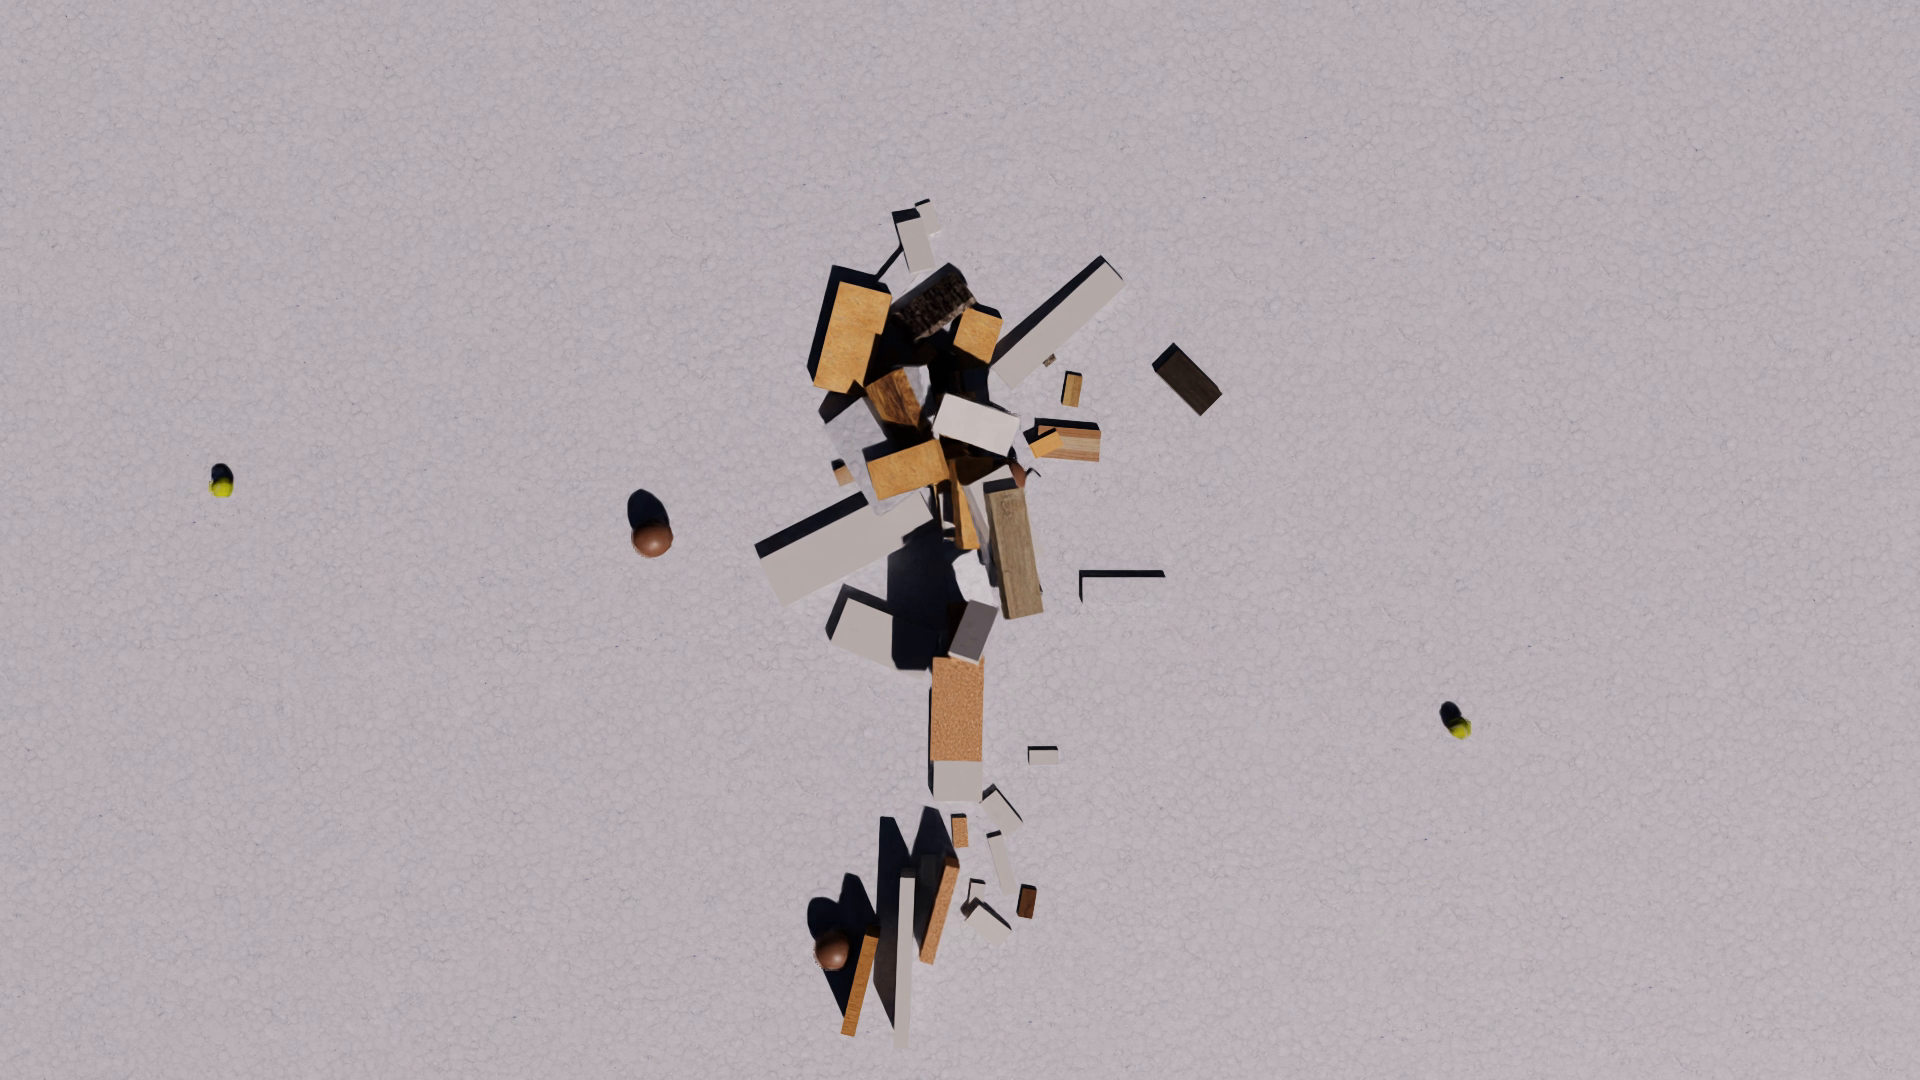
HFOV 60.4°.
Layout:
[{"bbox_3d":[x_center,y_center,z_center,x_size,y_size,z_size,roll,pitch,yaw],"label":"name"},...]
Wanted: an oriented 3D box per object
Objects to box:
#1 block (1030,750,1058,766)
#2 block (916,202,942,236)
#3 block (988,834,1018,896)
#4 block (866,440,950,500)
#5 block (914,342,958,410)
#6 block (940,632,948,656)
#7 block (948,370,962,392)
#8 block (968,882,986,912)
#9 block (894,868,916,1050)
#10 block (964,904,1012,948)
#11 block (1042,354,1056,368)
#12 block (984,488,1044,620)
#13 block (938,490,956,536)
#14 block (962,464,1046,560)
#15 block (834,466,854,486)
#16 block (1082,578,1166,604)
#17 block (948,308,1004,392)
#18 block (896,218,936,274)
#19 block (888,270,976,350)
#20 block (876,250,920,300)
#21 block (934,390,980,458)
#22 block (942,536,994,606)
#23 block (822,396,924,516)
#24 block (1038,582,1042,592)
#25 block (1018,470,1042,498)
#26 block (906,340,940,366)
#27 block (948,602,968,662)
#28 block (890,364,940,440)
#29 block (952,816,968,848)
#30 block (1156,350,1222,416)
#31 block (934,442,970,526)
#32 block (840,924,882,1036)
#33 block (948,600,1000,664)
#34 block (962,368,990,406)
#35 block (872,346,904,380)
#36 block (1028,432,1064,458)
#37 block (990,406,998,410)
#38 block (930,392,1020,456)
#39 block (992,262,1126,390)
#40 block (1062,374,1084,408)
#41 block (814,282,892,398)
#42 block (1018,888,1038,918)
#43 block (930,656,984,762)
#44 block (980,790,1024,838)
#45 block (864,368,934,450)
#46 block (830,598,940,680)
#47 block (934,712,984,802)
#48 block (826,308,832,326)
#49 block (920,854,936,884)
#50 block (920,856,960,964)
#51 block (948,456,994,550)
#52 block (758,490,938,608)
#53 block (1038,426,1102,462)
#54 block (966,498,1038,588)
[{"bbox_3d":[0.279,0.724,5.493,0.096,0.014,0.048,-1,90,0],"label":"block"},{"bbox_3d":[-0.105,-1.068,5.493,0.052,0.015,0.104,-20,90,0],"label":"block"},{"bbox_3d":[0.143,1.083,5.493,0.049,0.014,0.201,-16,90,0],"label":"block"},{"bbox_3d":[-0.167,-0.225,5.306,0.259,0.037,0.130,-17,89,27],"label":"block"},{"bbox_3d":[-0.113,-0.508,5.454,0.135,0.038,0.269,20,95,13],"label":"block"},{"bbox_3d":[0.000,0.419,5.223,0.129,0.037,0.258,0,90,0],"label":"block"},{"bbox_3d":[-0.010,-0.480,5.425,0.022,0.076,0.153,-4,101,14],"label":"block"},{"bbox_3d":[0.056,1.191,5.493,0.048,0.014,0.096,7,90,0],"label":"block"},{"bbox_3d":[-0.181,1.371,5.418,0.047,0.164,0.556,2,90,0],"label":"block"},{"bbox_3d":[0.094,1.282,5.481,0.146,0.021,0.073,40,90,-7],"label":"block"},{"bbox_3d":[0.277,-0.623,5.494,0.045,0.013,0.090,-40,90,0],"label":"block"},{"bbox_3d":[0.170,0.043,5.242,0.130,0.037,0.405,-11,93,-31],"label":"block"},{"bbox_3d":[0.018,-0.020,5.442,0.147,0.042,0.294,-6,105,0],"label":"block"},{"bbox_3d":[0.142,-0.061,5.281,0.162,0.046,0.324,-30,103,-29],"label":"block"},{"bbox_3d":[-0.357,-0.225,5.479,0.114,0.016,0.057,-23,90,0],"label":"block"},{"bbox_3d":[0.547,0.167,5.488,0.280,0.024,0.086,0,90,0],"label":"block"},{"bbox_3d":[0.039,-0.622,5.481,0.135,0.038,0.269,18,90,0],"label":"block"},{"bbox_3d":[-0.145,-0.974,5.464,0.086,0.024,0.173,-16,86,-5],"label":"block"},{"bbox_3d":[-0.092,-0.760,5.450,0.269,0.038,0.135,-36,60,0],"label":"block"},{"bbox_3d":[-0.190,-0.891,5.488,0.086,0.024,0.173,39,90,0],"label":"block"},{"bbox_3d":[-0.007,-0.360,5.405,0.133,0.038,0.266,-5,127,0],"label":"block"},{"bbox_3d":[0.028,0.130,5.439,0.147,0.042,0.294,-5,106,0],"label":"block"},{"bbox_3d":[-0.286,-0.273,5.408,0.176,0.050,0.353,-35,81,24],"label":"block"},{"bbox_3d":[0.191,0.098,5.486,0.098,0.028,0.196,-23,90,0],"label":"block"},{"bbox_3d":[0.226,-0.185,5.494,0.045,0.013,0.090,44,90,0],"label":"block"},{"bbox_3d":[-0.126,-0.593,5.429,0.058,0.016,0.116,43,100,10],"label":"block"},{"bbox_3d":[0.013,0.289,5.188,0.098,0.028,0.196,-1,60,0],"label":"block"},{"bbox_3d":[-0.144,-0.438,5.372,0.038,0.133,0.266,-24,112,-42],"label":"block"},{"bbox_3d":[0.001,0.974,5.493,0.049,0.014,0.098,-4,90,0],"label":"block"},{"bbox_3d":[0.762,-0.520,5.485,0.208,0.029,0.104,45,90,0],"label":"block"},{"bbox_3d":[-0.021,-0.187,5.436,0.133,0.038,0.266,-9,110,1],"label":"block"},{"bbox_3d":[-0.325,1.443,5.418,0.047,0.164,0.329,14,90,0],"label":"block"},{"bbox_3d":[0.044,0.287,5.157,0.098,0.028,0.196,18,62,10],"label":"block"},{"bbox_3d":[0.056,-0.490,5.451,0.077,0.022,0.153,-7,90,0],"label":"block"},{"bbox_3d":[-0.248,-0.585,5.492,0.058,0.016,0.116,41,90,0],"label":"block"},{"bbox_3d":[0.286,-0.314,5.463,0.104,0.015,0.052,-26,90,0],"label":"block"},{"bbox_3d":[0.083,-0.413,5.489,0.156,0.022,0.077,27,90,0],"label":"block"},{"bbox_3d":[0.049,-0.372,5.280,0.259,0.037,0.130,18,101,-13],"label":"block"},{"bbox_3d":[0.328,-0.709,5.475,0.515,0.029,0.104,-43,90,-2],"label":"block"},{"bbox_3d":[0.375,-0.496,5.493,0.052,0.015,0.103,10,90,0],"label":"block"},{"bbox_3d":[-0.354,-0.659,5.459,0.176,0.050,0.353,15,90,0],"label":"block"},{"bbox_3d":[0.225,1.210,5.493,0.048,0.014,0.096,10,90,0],"label":"block"},{"bbox_3d":[-0.008,0.531,5.182,0.161,0.046,0.322,2,90,0],"label":"block"},{"bbox_3d":[0.138,0.910,5.490,0.073,0.021,0.146,-39,90,0],"label":"block"},{"bbox_3d":[-0.179,-0.366,5.378,0.046,0.162,0.356,-24,91,-42],"label":"block"},{"bbox_3d":[-0.248,0.329,5.477,0.329,0.047,0.164,22,90,0],"label":"block"},{"bbox_3d":[-0.005,0.703,5.477,0.161,0.046,0.322,1,90,0],"label":"block"},{"bbox_3d":[-0.387,-0.738,5.492,0.114,0.016,0.057,2,90,0],"label":"block"},{"bbox_3d":[-0.105,1.093,5.493,0.049,0.014,0.098,1,90,0],"label":"block"},{"bbox_3d":[-0.069,1.214,5.419,0.046,0.161,0.322,16,90,-1],"label":"block"},{"bbox_3d":[0.049,-0.119,5.335,0.147,0.042,0.294,-5,89,-33],"label":"block"},{"bbox_3d":[-0.369,0.015,5.475,0.577,0.050,0.176,-27,90,0],"label":"block"},{"bbox_3d":[0.361,-0.319,5.485,0.208,0.029,0.104,5,90,0],"label":"block"},{"bbox_3d":[0.134,-0.027,5.328,0.162,0.046,0.324,-19,97,-30],"label":"block"}]
